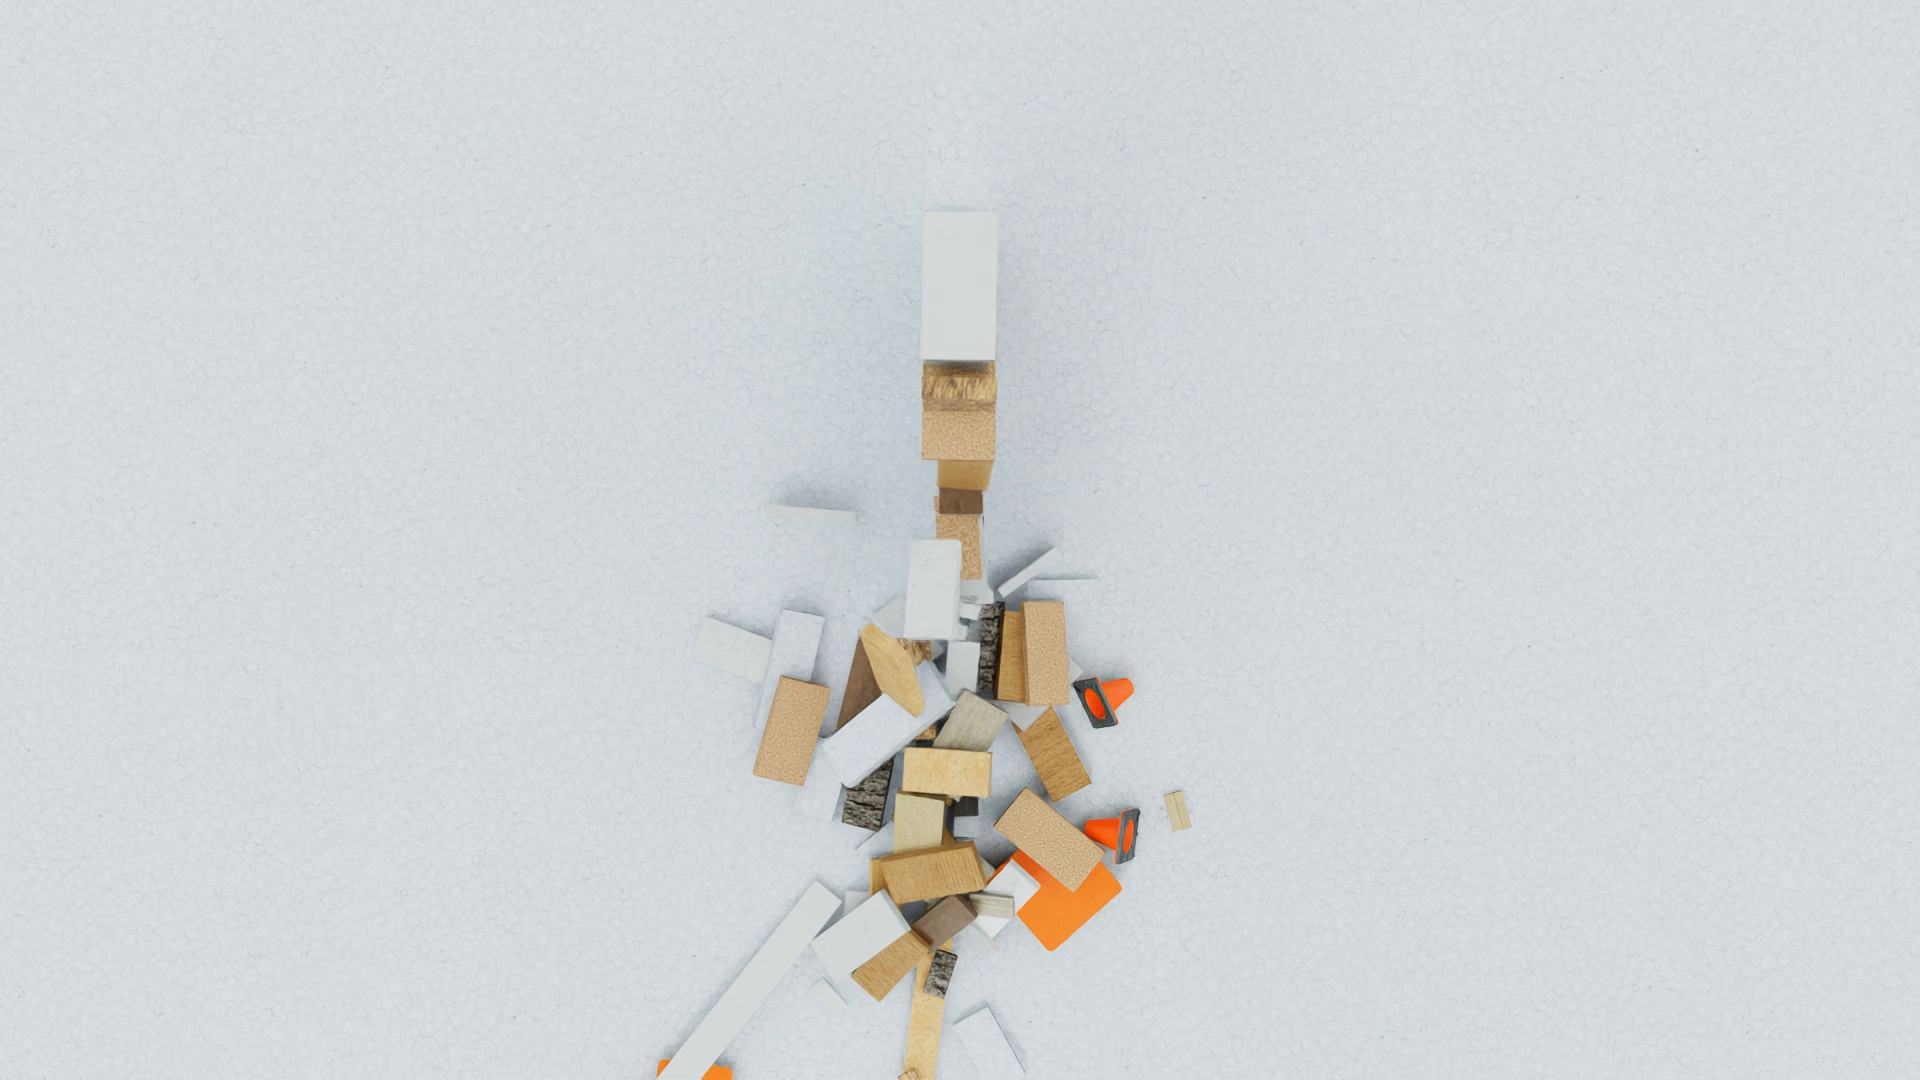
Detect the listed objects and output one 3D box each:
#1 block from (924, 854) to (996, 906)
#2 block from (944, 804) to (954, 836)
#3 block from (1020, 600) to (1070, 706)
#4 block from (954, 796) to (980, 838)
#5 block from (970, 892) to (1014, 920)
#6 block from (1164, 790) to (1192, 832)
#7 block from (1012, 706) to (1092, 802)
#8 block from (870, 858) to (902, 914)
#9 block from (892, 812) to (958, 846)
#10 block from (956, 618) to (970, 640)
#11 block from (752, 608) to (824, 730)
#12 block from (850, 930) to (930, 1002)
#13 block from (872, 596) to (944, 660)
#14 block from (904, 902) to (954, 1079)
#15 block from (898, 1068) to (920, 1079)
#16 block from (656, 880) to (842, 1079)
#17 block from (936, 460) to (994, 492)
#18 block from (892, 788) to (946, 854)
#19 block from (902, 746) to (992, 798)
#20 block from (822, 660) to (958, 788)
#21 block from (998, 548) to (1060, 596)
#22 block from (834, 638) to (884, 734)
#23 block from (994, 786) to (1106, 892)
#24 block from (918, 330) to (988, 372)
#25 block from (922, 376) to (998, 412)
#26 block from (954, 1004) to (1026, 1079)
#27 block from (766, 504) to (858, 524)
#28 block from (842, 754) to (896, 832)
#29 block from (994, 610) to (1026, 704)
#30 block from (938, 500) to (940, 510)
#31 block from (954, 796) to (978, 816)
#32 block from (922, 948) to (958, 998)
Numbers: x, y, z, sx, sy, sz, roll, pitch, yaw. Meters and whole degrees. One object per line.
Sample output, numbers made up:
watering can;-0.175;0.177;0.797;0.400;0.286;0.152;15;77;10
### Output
block;-0.002;1.135;5.436;0.113;0.032;0.227;43;93;-12
block;-0.058;0.953;5.489;0.079;0.022;0.158;-6;90;0
block;0.279;0.371;5.400;0.140;0.040;0.338;0;81;-18
block;0.021;0.904;5.460;0.082;0.023;0.164;1;69;0
block;0.105;1.196;5.403;0.148;0.021;0.074;3;105;19
block;0.725;0.903;5.491;0.063;0.018;0.126;-15;90;0
block;0.306;0.709;5.479;0.145;0.041;0.290;-28;90;0
block;-0.247;1.159;5.464;0.105;0.030;0.210;0;90;-26
block;-0.100;0.982;5.459;0.129;0.036;0.257;-35;90;0
block;-0.048;0.253;4.978;0.146;0.371;0.041;14;90;2
block;-0.566;0.435;5.448;0.145;0.041;0.405;13;92;-19
block;-0.230;1.391;5.441;0.129;0.036;0.257;41;104;-1
block;-0.173;0.311;5.451;0.116;0.033;0.235;-36;80;-13
block;-0.149;1.869;5.485;0.105;0.030;1.495;8;90;0
block;-0.151;1.821;5.461;0.063;0.018;0.126;-27;90;0
block;-0.712;1.509;5.457;0.113;0.032;0.885;39;87;1
block;0.011;-0.190;4.367;0.142;0.372;0.040;4;81;-1
block;-0.134;0.966;5.372;0.158;0.045;0.315;7;111;9
block;-0.040;0.742;5.281;0.280;0.040;0.140;3;86;13
block;-0.229;0.593;5.317;0.463;0.048;0.168;-40;64;16
block;0.227;0.106;5.442;0.232;0.116;0.033;-36;90;0
block;-0.296;0.510;5.476;0.168;0.048;0.336;14;90;0
block;0.295;0.983;5.421;0.338;0.048;0.168;39;89;3
block;-0.012;-0.440;3.854;0.163;0.327;0.046;7;90;0
block;-0.001;-0.339;3.848;0.168;0.337;0.048;1;90;0
block;0.098;1.690;5.482;0.130;0.037;0.259;-29;90;0
block;-0.485;-0.083;5.429;0.284;0.142;0.040;5;90;0
block;-0.300;0.805;5.445;0.130;0.037;0.293;13;100;9
block;0.197;0.386;5.414;0.146;0.041;0.292;9;78;-17
block;0.002;-0.099;4.732;0.122;0.289;0.035;-2;88;0
block;0.020;0.832;5.461;0.082;0.023;0.164;-1;70;0
block;-0.065;1.436;5.460;0.074;0.021;0.148;18;90;0
